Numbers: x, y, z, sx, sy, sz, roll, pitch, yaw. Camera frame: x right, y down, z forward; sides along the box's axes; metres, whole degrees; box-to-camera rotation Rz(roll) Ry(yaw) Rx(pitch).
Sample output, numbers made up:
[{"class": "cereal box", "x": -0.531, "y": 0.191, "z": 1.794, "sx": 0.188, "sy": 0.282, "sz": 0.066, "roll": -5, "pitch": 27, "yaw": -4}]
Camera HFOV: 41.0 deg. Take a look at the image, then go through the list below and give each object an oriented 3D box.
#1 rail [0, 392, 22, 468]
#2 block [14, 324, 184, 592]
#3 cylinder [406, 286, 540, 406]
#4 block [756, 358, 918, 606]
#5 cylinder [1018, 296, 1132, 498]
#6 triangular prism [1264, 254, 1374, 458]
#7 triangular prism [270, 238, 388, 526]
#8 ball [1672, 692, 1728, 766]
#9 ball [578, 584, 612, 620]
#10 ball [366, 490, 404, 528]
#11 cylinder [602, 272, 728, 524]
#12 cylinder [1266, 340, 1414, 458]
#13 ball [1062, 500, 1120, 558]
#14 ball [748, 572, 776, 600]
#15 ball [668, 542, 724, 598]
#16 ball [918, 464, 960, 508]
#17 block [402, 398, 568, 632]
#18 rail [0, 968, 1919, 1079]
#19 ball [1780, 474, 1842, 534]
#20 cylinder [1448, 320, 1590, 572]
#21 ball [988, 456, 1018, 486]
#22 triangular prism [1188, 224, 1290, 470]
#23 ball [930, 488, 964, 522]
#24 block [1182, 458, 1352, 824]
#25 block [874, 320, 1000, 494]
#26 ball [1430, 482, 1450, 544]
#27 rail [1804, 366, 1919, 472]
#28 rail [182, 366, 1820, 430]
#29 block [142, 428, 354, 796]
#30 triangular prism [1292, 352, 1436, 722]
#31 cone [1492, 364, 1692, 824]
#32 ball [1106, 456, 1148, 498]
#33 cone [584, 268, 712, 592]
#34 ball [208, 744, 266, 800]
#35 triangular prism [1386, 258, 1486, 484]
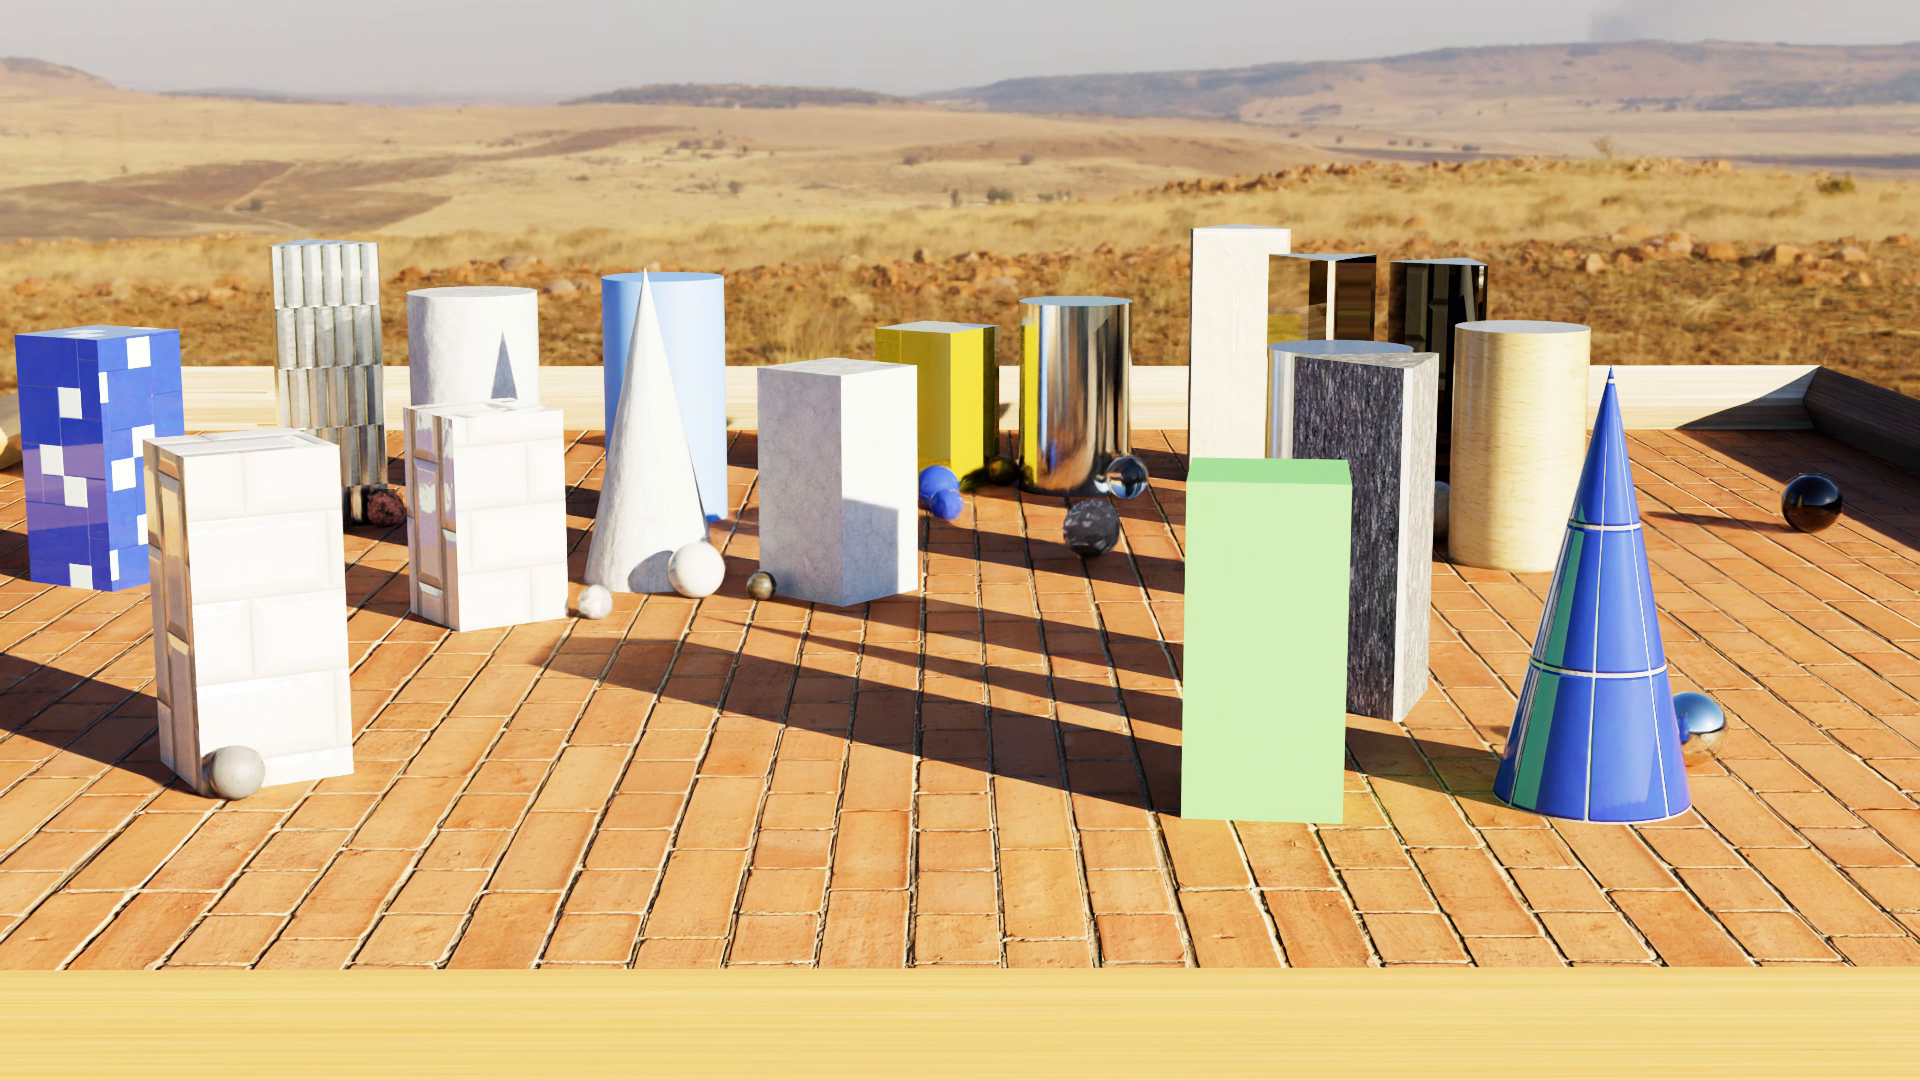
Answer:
[{"class": "rail", "x": -1.718, "y": 0.034, "z": 3.439, "sx": 0.045, "sy": 0.127, "sz": 3.495, "roll": 0, "pitch": 11, "yaw": 0}, {"class": "block", "x": -1.219, "y": -0.120, "z": 3.658, "sx": 0.156, "sy": 0.353, "sz": 0.156, "roll": 5, "pitch": 12, "yaw": 27}, {"class": "cylinder", "x": -0.740, "y": -0.187, "z": 3.925, "sx": 0.195, "sy": 0.386, "sz": 0.195, "roll": 0, "pitch": 11, "yaw": 0}, {"class": "block", "x": -0.170, "y": -0.084, "z": 3.567, "sx": 0.156, "sy": 0.316, "sz": 0.156, "roll": 8, "pitch": 13, "yaw": 38}, {"class": "cylinder", "x": 0.199, "y": -0.251, "z": 4.436, "sx": 0.195, "sy": 0.326, "sz": 0.195, "roll": 0, "pitch": 11, "yaw": 0}, {"class": "triangular prism", "x": 0.560, "y": -0.244, "z": 4.127, "sx": 0.146, "sy": 0.425, "sz": 0.169, "roll": 7, "pitch": 12, "yaw": 32}, {"class": "triangular prism", "x": -1.024, "y": -0.253, "z": 4.111, "sx": 0.169, "sy": 0.449, "sz": 0.146, "roll": -5, "pitch": 12, "yaw": -25}, {"class": "ball", "x": 0.767, "y": 0.198, "z": 2.697, "sx": 0.078, "sy": 0.078, "sz": 0.078, "roll": 0, "pitch": 11, "yaw": 0}, {"class": "ball", "x": -0.485, "y": 0.082, "z": 3.407, "sx": 0.046, "sy": 0.046, "sz": 0.046, "roll": 0, "pitch": 11, "yaw": 0}, {"class": "ball", "x": -0.913, "y": -0.049, "z": 4.078, "sx": 0.059, "sy": 0.059, "sz": 0.059, "roll": 0, "pitch": 11, "yaw": 0}, {"class": "cylinder", "x": -0.477, "y": -0.230, "z": 4.150, "sx": 0.195, "sy": 0.390, "sz": 0.195, "roll": 0, "pitch": 11, "yaw": 0}, {"class": "cylinder", "x": 0.513, "y": -0.088, "z": 3.491, "sx": 0.195, "sy": 0.350, "sz": 0.195, "roll": 0, "pitch": 11, "yaw": 0}, {"class": "ball", "x": 0.196, "y": -0.016, "z": 3.831, "sx": 0.086, "sy": 0.086, "sz": 0.086, "roll": 0, "pitch": 11, "yaw": 0}, {"class": "ball", "x": -0.272, "y": 0.063, "z": 3.527, "sx": 0.040, "sy": 0.040, "sz": 0.040, "roll": 0, "pitch": 11, "yaw": 0}, {"class": "ball", "x": -0.364, "y": 0.041, "z": 3.542, "sx": 0.078, "sy": 0.078, "sz": 0.078, "roll": 0, "pitch": 11, "yaw": 0}, {"class": "ball", "x": -0.038, "y": -0.087, "z": 4.243, "sx": 0.074, "sy": 0.074, "sz": 0.074, "roll": 0, "pitch": 11, "yaw": 0}, {"class": "block", "x": -0.631, "y": -0.037, "z": 3.415, "sx": 0.156, "sy": 0.278, "sz": 0.156, "roll": -7, "pitch": 13, "yaw": -35}, {"class": "rail", "x": 0.010, "y": 0.347, "z": 1.754, "sx": 3.483, "sy": 0.127, "sz": 0.045, "roll": 0, "pitch": 11, "yaw": 0}, {"class": "ball", "x": 1.337, "y": -0.057, "z": 4.031, "sx": 0.092, "sy": 0.092, "sz": 0.092, "roll": 0, "pitch": 11, "yaw": 0}, {"class": "cylinder", "x": 0.825, "y": -0.142, "z": 3.792, "sx": 0.195, "sy": 0.347, "sz": 0.195, "roll": 0, "pitch": 11, "yaw": 0}, {"class": "ball", "x": 0.077, "y": -0.120, "z": 4.480, "sx": 0.053, "sy": 0.053, "sz": 0.053, "roll": 0, "pitch": 11, "yaw": 0}, {"class": "triangular prism", "x": 0.490, "y": -0.333, "z": 4.555, "sx": 0.169, "sy": 0.445, "sz": 0.146, "roll": 1, "pitch": 11, "yaw": 3}, {"class": "ball", "x": -0.022, "y": -0.056, "z": 4.133, "sx": 0.054, "sy": 0.054, "sz": 0.054, "roll": 0, "pitch": 11, "yaw": 0}, {"class": "block", "x": 0.303, "y": 0.096, "z": 2.547, "sx": 0.156, "sy": 0.334, "sz": 0.156, "roll": 1, "pitch": 11, "yaw": 7}, {"class": "block", "x": -0.039, "y": -0.233, "z": 4.473, "sx": 0.156, "sy": 0.278, "sz": 0.156, "roll": 7, "pitch": 12, "yaw": 32}, {"class": "ball", "x": 0.727, "y": -0.041, "z": 3.933, "sx": 0.098, "sy": 0.098, "sz": 0.098, "roll": 0, "pitch": 11, "yaw": 0}, {"class": "rail", "x": 1.718, "y": 0.031, "z": 3.459, "sx": 0.045, "sy": 0.127, "sz": 3.495, "roll": 0, "pitch": 11, "yaw": 0}, {"class": "rail", "x": -0.010, "y": -0.282, "z": 5.144, "sx": 3.483, "sy": 0.127, "sz": 0.045, "roll": 0, "pitch": 11, "yaw": 0}, {"class": "block", "x": -0.739, "y": 0.069, "z": 2.662, "sx": 0.156, "sy": 0.344, "sz": 0.156, "roll": -7, "pitch": 12, "yaw": -32}, {"class": "triangular prism", "x": 0.493, "y": -0.012, "z": 2.952, "sx": 0.146, "sy": 0.398, "sz": 0.169, "roll": -9, "pitch": 14, "yaw": -39}, {"class": "cone", "x": 0.636, "y": 0.043, "z": 2.546, "sx": 0.195, "sy": 0.438, "sz": 0.195, "roll": 0, "pitch": 11, "yaw": 0}, {"class": "ball", "x": 0.283, "y": -0.106, "z": 4.352, "sx": 0.072, "sy": 0.072, "sz": 0.072, "roll": 0, "pitch": 11, "yaw": 0}, {"class": "cone", "x": -0.441, "y": -0.163, "z": 3.637, "sx": 0.195, "sy": 0.446, "sz": 0.195, "roll": 0, "pitch": 11, "yaw": 0}, {"class": "ball", "x": -0.725, "y": 0.233, "z": 2.573, "sx": 0.055, "sy": 0.055, "sz": 0.055, "roll": 0, "pitch": 11, "yaw": 0}, {"class": "triangular prism", "x": 0.832, "y": -0.277, "z": 4.377, "sx": 0.169, "sy": 0.399, "sz": 0.146, "roll": 6, "pitch": 12, "yaw": 29}]
